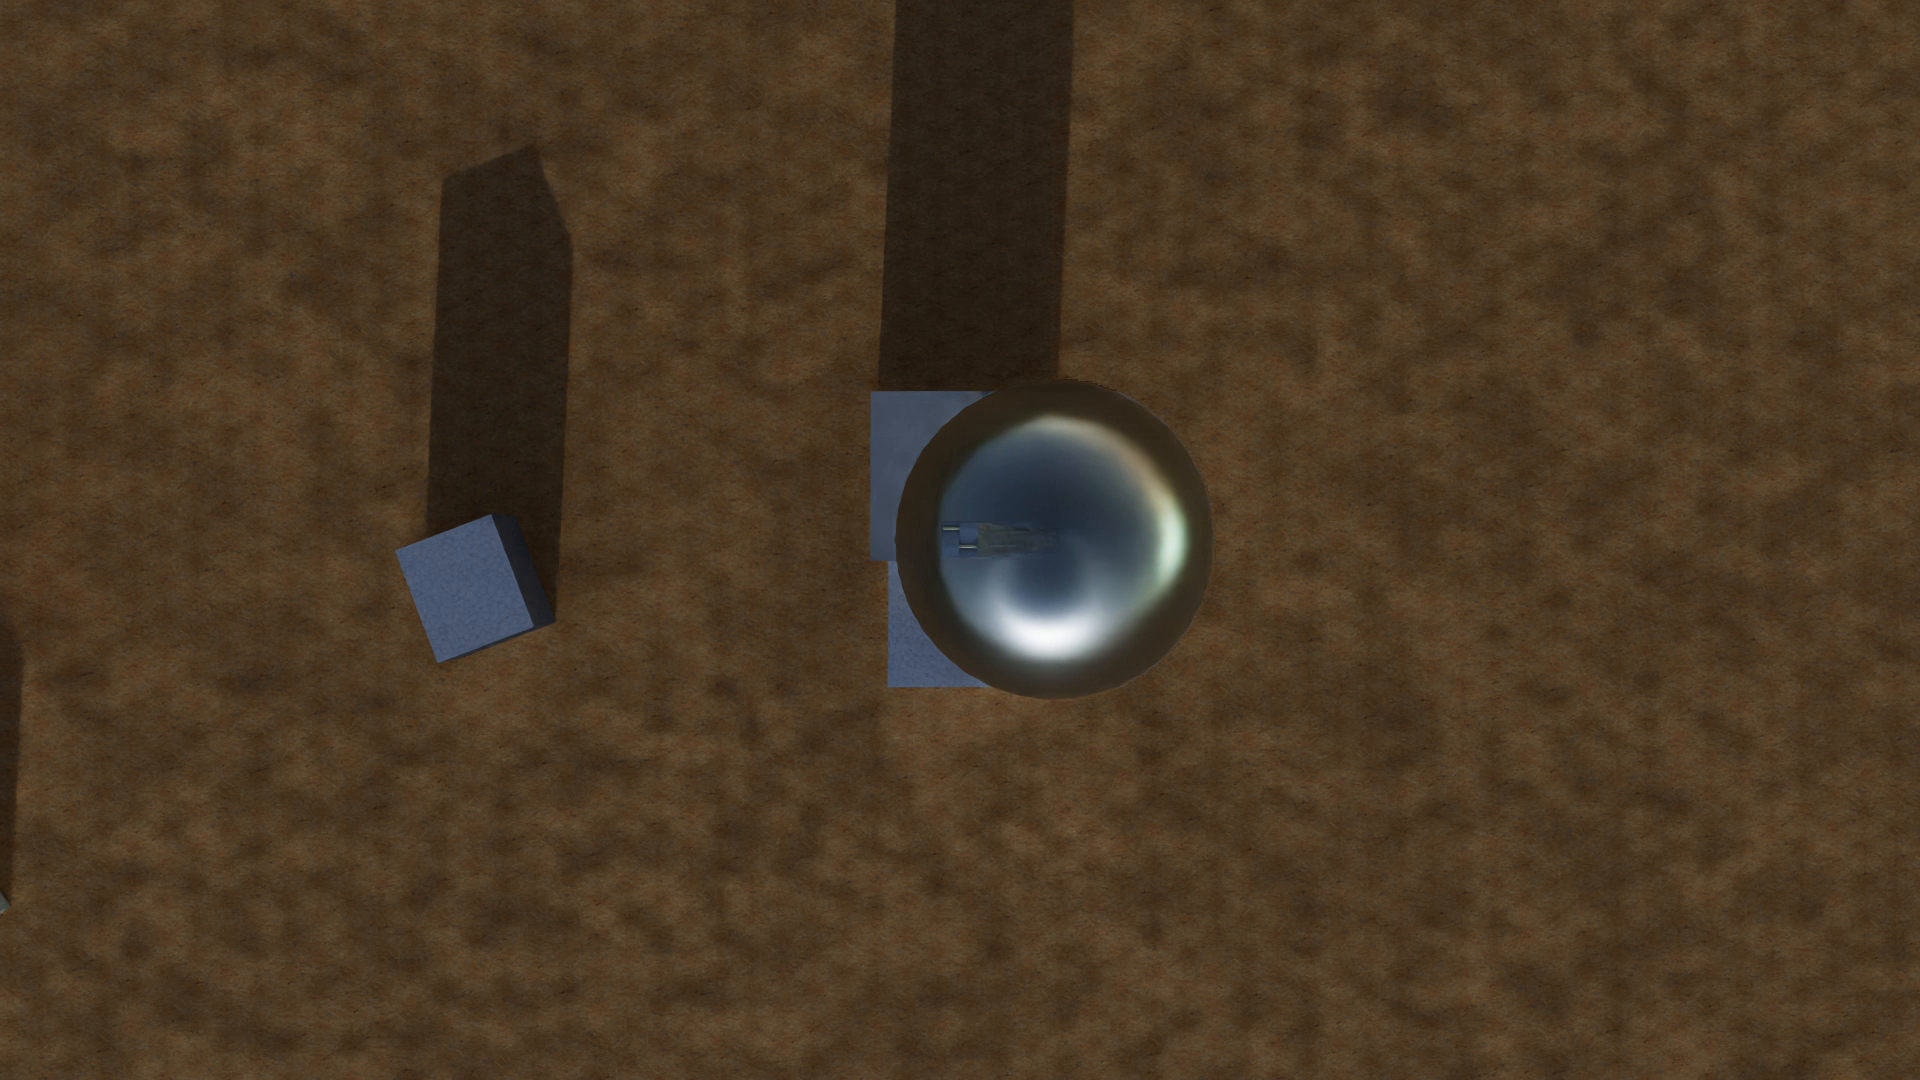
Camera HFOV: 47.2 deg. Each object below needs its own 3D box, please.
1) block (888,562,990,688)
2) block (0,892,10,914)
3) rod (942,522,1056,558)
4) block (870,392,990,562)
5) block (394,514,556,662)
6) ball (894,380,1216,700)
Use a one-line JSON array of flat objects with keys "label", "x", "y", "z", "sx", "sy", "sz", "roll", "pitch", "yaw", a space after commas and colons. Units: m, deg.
[{"label": "block", "x": -0.022, "y": 0.473, "z": 12.673, "sx": 0.768, "sy": 0.654, "sz": 0.709, "roll": 0, "pitch": 90, "yaw": 0}, {"label": "block", "x": -5.942, "y": 2.113, "z": 12.765, "sx": 0.470, "sy": 0.469, "sz": 0.480, "roll": -37, "pitch": 90, "yaw": 0}, {"label": "rod", "x": 0.204, "y": 0.000, "z": 7.609, "sx": 0.080, "sy": 5.200, "sz": 0.080, "roll": 0, "pitch": 90, "yaw": 5}, {"label": "block", "x": 0.018, "y": -0.349, "z": 12.540, "sx": 1.020, "sy": 0.920, "sz": 0.931, "roll": 0, "pitch": 90, "yaw": 0}, {"label": "block", "x": -2.778, "y": 0.272, "z": 12.662, "sx": 0.577, "sy": 0.676, "sz": 0.676, "roll": -21, "pitch": 90, "yaw": 0}, {"label": "ball", "x": 0.471, "y": 0.000, "z": 10.999, "sx": 1.600, "sy": 1.600, "sz": 1.600, "roll": 0, "pitch": 90, "yaw": 0}]
